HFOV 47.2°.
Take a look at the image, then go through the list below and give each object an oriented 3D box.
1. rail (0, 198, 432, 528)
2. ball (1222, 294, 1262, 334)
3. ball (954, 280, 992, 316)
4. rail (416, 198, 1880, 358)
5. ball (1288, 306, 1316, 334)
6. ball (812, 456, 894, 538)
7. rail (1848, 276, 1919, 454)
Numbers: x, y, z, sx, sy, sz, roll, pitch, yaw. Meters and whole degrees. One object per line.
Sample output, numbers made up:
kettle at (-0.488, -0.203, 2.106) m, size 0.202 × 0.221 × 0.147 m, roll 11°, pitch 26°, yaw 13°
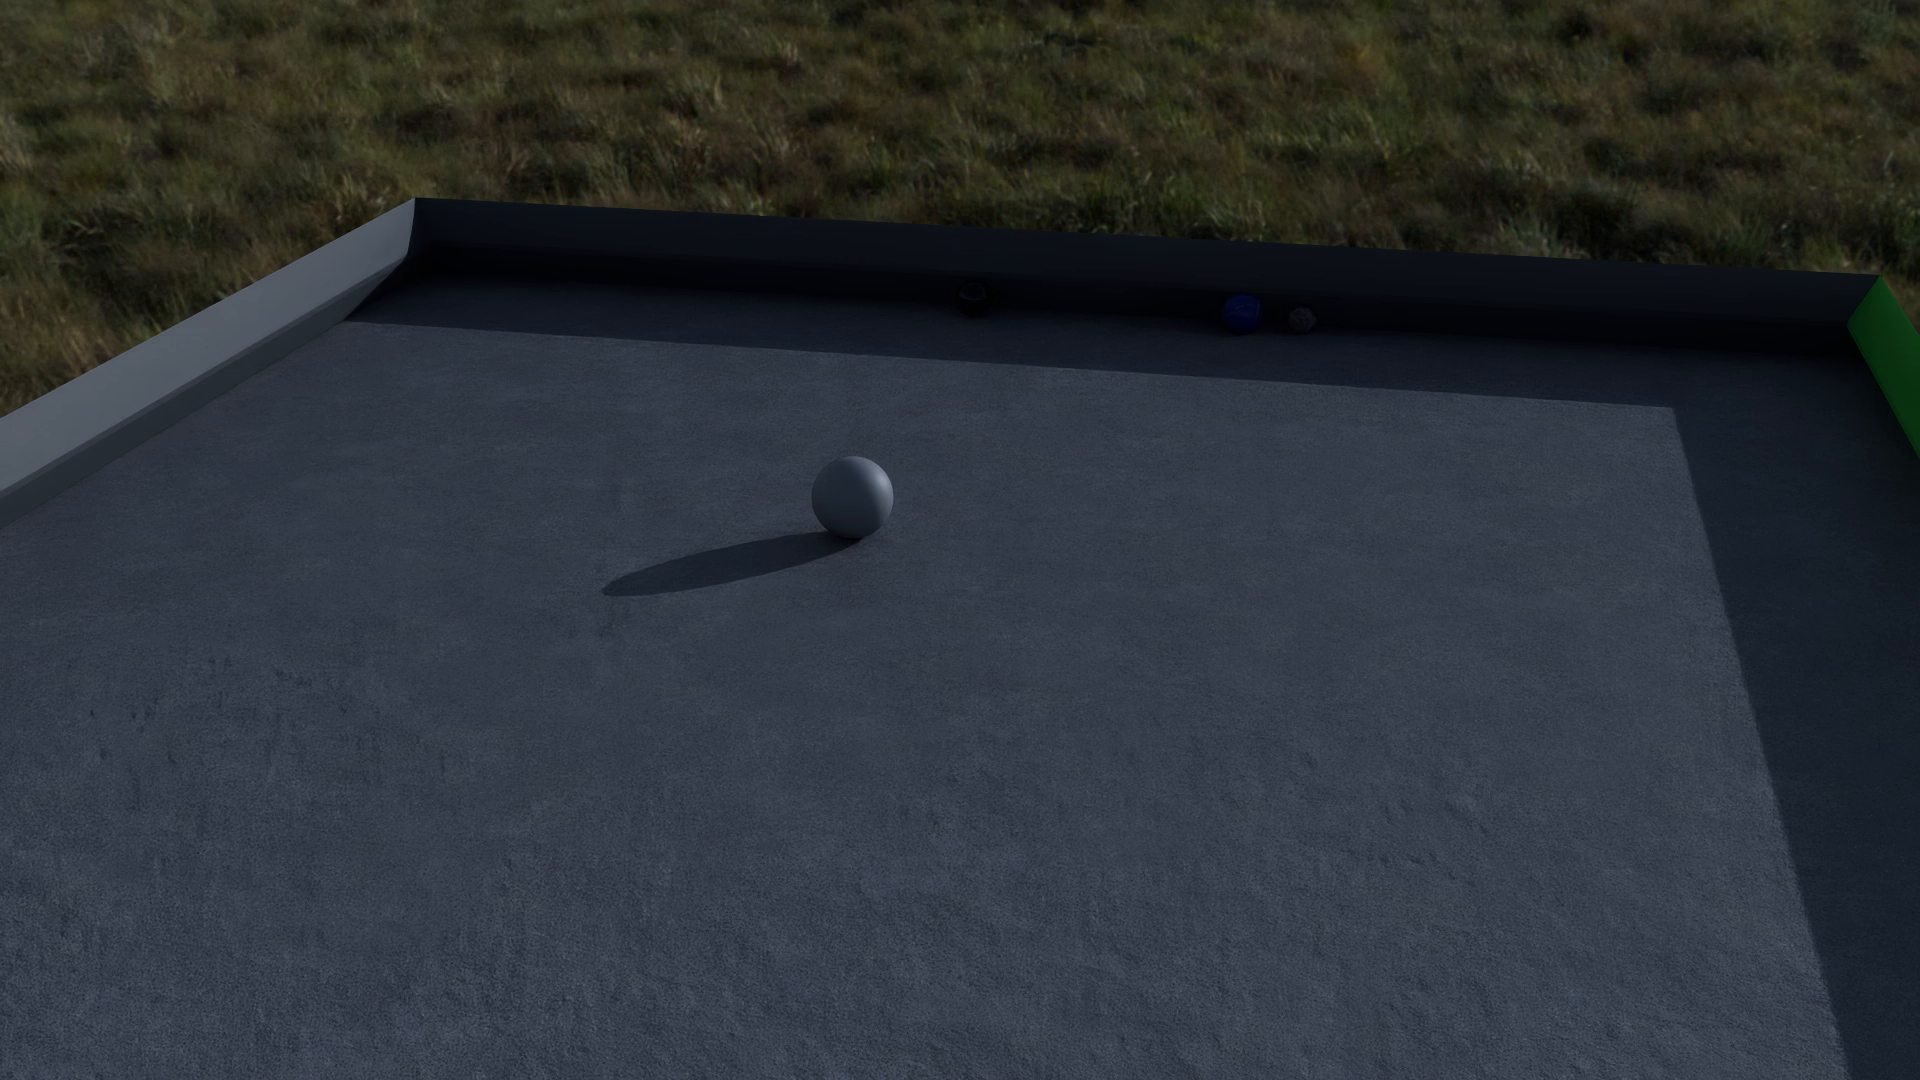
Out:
rail at (-1.345, 0.276, 1.806) m, size 0.045 × 0.129 × 4.268 m, roll 5°, pitch 23°, yaw 11°
ball at (0.440, -0.353, 3.425) m, size 0.063 × 0.063 × 0.063 m, roll 0°, pitch 22°, yaw 0°
ball at (0.021, -0.386, 3.512) m, size 0.059 × 0.059 × 0.059 m, roll 0°, pitch 22°, yaw 0°
rail at (0.218, -0.418, 3.493) m, size 2.342 × 0.129 × 0.045 m, roll 5°, pitch 23°, yaw 11°
ball at (0.533, -0.343, 3.429) m, size 0.043 × 0.043 × 0.043 m, roll 0°, pitch 22°, yaw 0°
ball at (-0.129, -0.051, 2.644) m, size 0.099 × 0.099 × 0.099 m, roll 0°, pitch 22°, yaw 0°
rail at (0.899, 0.459, 1.363) m, size 0.045 × 0.129 × 4.268 m, roll 5°, pitch 23°, yaw 11°
